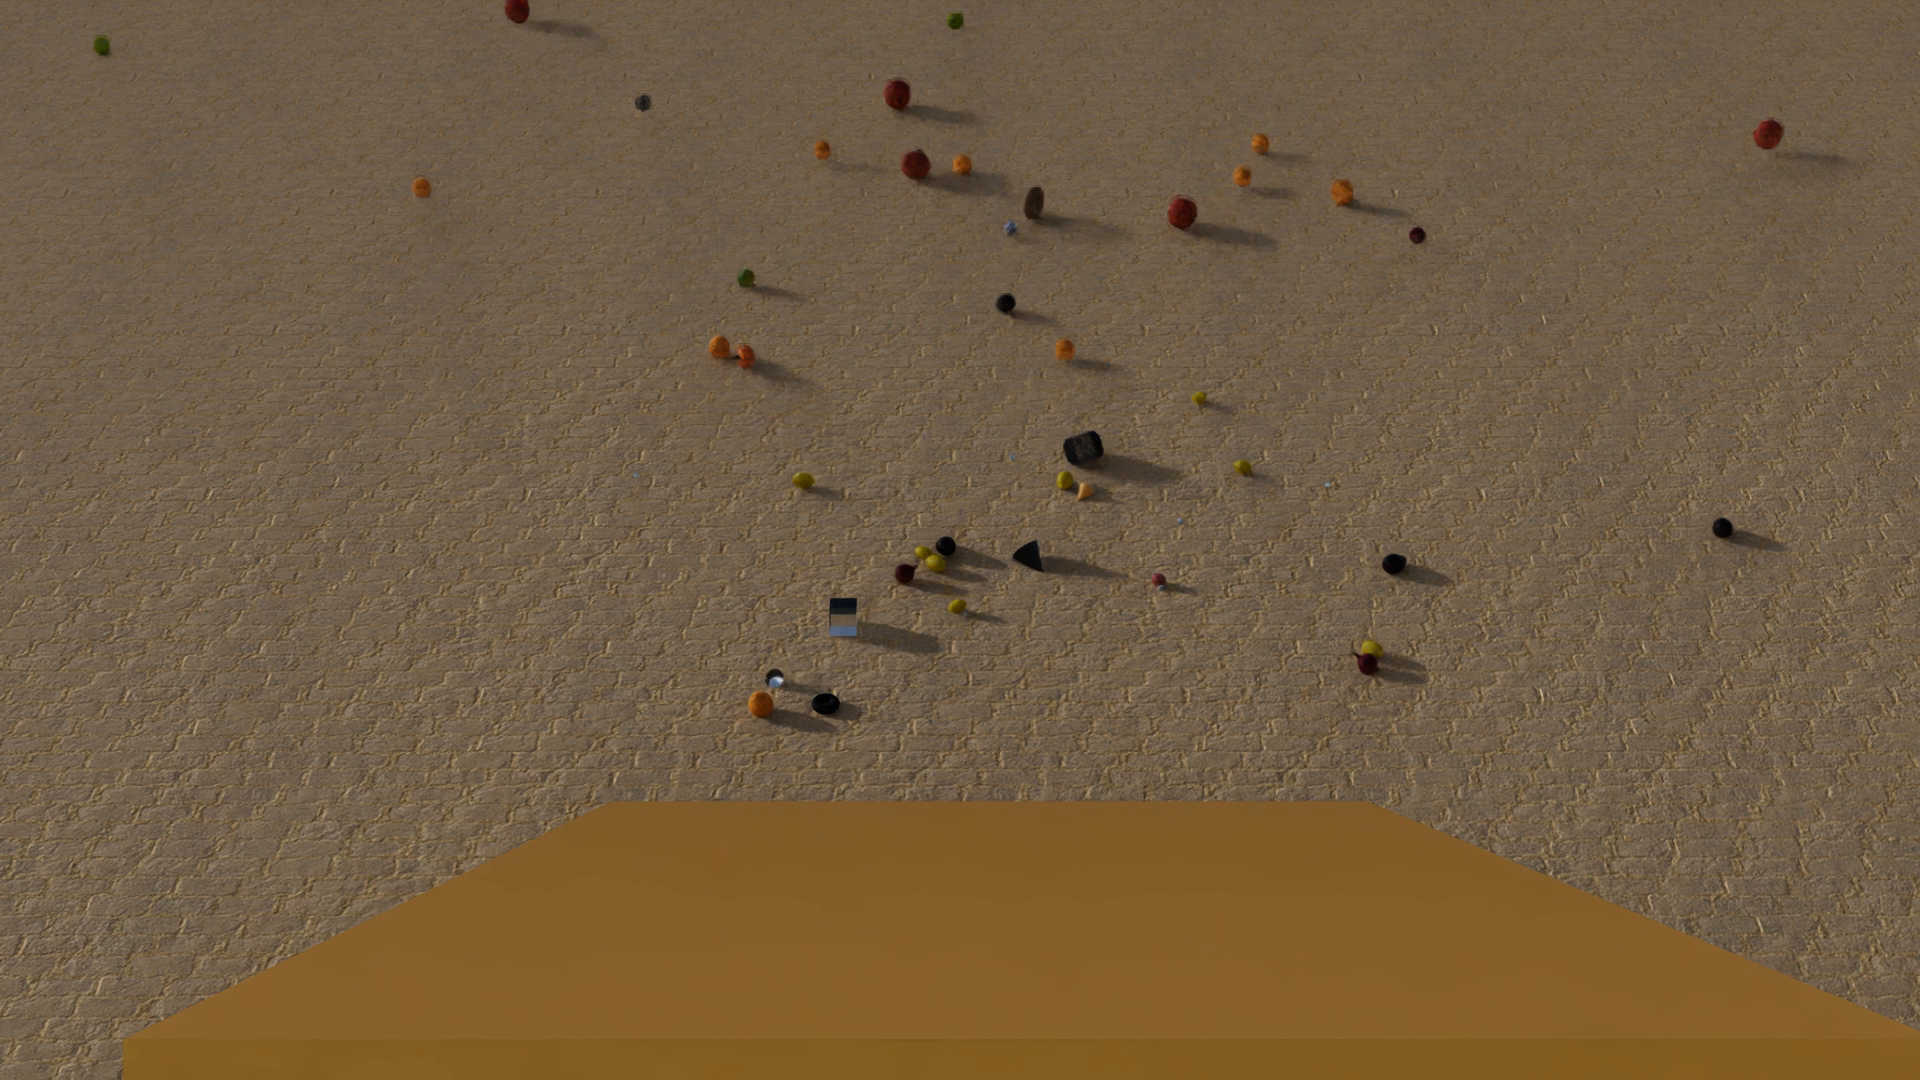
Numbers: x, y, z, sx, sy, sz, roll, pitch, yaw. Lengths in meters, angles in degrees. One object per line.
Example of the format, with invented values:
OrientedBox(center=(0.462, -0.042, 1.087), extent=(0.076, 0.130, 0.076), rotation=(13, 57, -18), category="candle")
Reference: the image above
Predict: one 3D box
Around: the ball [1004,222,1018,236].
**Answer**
OrientedBox(center=(0.187, -1.140, 9.512), extent=(0.052, 0.052, 0.052), rotation=(0, 36, 0), category="ball")

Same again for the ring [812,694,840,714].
OrientedBox(center=(-0.377, 0.460, 7.296), extent=(0.080, 0.027, 0.080), rotation=(1, 35, -1), category="ring")

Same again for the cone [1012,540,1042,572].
OrientedBox(center=(0.223, 0.064, 7.836), extent=(0.092, 0.092, 0.092), rotation=(-25, 70, -30), category="cone")

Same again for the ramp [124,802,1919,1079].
OrientedBox(center=(0.078, 0.670, 4.859), extent=(2.000, 0.100, 4.000), rotation=(0, -2, 0), category="ramp")

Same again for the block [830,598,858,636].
OrientedBox(center=(-0.340, 0.224, 7.580), extent=(0.078, 0.078, 0.078), rotation=(0, 36, 0), category="block")

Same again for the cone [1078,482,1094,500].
OrientedBox(center=(0.382, -0.142, 8.140), extent=(0.054, 0.054, 0.054), rotation=(24, 71, 29), category="cone")

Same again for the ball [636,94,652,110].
OrientedBox(center=(-1.261, -1.740, 10.342), extent=(0.062, 0.062, 0.062), rotation=(0, 36, 0), category="ball")

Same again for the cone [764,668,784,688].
OrientedBox(center=(-0.536, 0.388, 7.397), extent=(0.055, 0.055, 0.055), rotation=(-13, 11, -17), category="cone")
